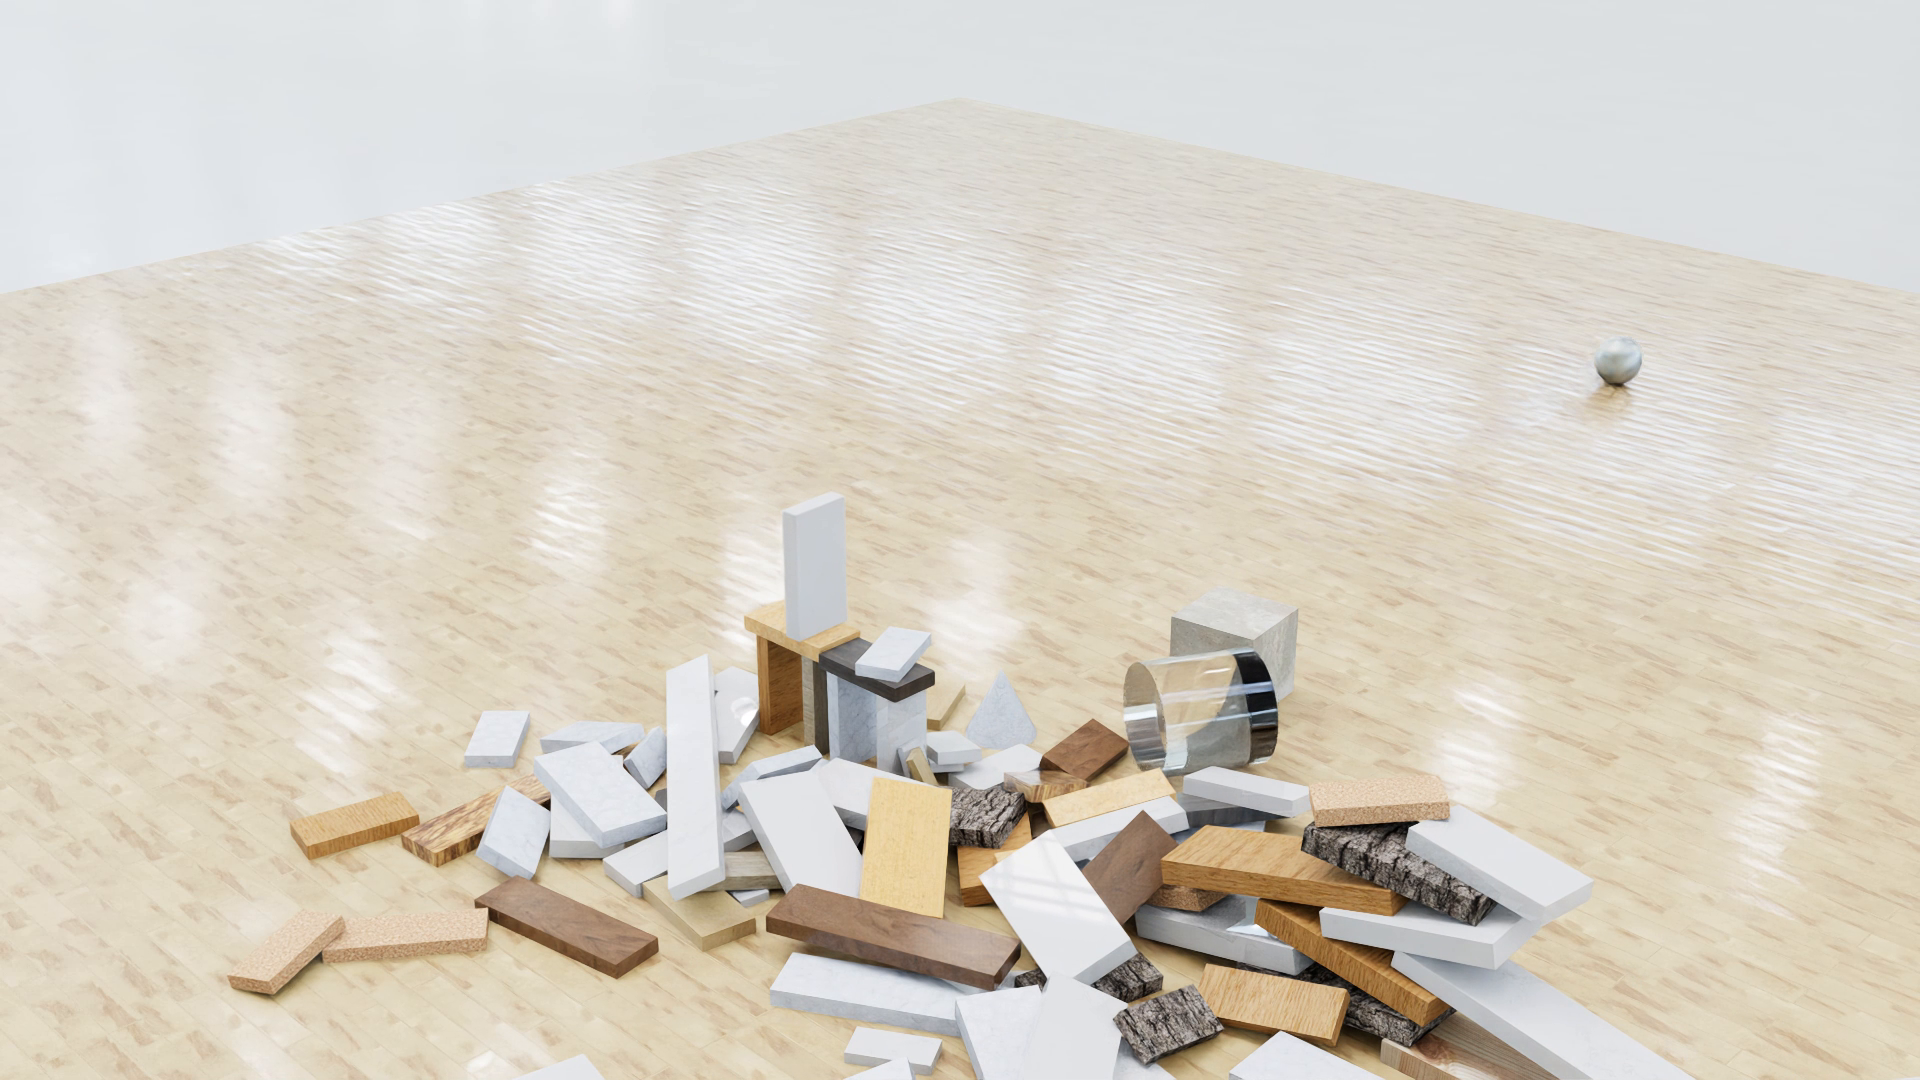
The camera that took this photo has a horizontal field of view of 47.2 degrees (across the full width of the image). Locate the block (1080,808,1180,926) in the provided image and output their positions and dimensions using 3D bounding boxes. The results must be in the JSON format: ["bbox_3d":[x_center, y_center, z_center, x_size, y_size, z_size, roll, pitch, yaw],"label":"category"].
[{"bbox_3d":[0.291,0.616,3.990,0.240,0.034,0.120,-43,79,-17],"label":"block"}]

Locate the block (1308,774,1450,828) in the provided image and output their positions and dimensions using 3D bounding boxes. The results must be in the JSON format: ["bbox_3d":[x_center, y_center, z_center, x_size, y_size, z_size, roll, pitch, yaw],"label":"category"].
[{"bbox_3d":[0.714,0.445,3.753,0.224,0.032,0.112,-4,17,4],"label":"block"}]

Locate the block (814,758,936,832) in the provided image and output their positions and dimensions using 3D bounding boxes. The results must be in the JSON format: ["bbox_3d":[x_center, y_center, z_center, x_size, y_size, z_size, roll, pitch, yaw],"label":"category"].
[{"bbox_3d":[-0.192,0.511,4.368,0.282,0.040,0.141,11,32,41],"label":"block"}]

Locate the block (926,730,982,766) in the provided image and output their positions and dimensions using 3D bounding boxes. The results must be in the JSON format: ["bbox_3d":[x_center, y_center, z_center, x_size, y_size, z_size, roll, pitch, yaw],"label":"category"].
[{"bbox_3d":[-0.028,0.435,4.617,0.094,0.027,0.197,-4,7,-16],"label":"block"}]

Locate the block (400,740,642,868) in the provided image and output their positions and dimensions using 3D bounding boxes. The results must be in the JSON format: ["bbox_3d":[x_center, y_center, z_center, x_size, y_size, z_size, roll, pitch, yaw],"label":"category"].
[{"bbox_3d":[-0.870,0.523,4.488,0.113,0.032,0.567,19,29,37],"label":"block"}]

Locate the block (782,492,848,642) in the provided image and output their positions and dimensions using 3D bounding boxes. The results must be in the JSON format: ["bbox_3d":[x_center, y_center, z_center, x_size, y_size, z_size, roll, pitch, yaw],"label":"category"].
[{"bbox_3d":[-0.301,0.055,4.577,0.040,0.284,0.142,19,30,38],"label":"block"}]

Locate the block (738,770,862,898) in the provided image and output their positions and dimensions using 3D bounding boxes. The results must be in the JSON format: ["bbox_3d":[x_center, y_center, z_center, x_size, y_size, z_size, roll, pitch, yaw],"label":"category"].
[{"bbox_3d":[-0.289,0.586,4.204,0.155,0.044,0.366,-8,38,-25],"label":"block"}]

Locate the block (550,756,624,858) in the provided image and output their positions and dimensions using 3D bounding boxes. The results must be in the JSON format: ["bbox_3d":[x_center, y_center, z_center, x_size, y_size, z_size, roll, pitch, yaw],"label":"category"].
[{"bbox_3d":[-0.747,0.530,4.402,0.142,0.040,0.301,3,28,-11],"label":"block"}]

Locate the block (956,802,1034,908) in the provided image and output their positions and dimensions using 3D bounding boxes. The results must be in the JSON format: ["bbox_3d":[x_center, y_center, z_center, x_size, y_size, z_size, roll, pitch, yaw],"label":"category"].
[{"bbox_3d":[0.070,0.601,4.257,0.146,0.041,0.292,-11,23,2],"label":"block"}]

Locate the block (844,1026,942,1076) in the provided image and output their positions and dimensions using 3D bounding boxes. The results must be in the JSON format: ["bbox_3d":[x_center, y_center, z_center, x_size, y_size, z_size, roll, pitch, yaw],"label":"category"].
[{"bbox_3d":[-0.112,0.861,3.704,0.150,0.021,0.075,6,24,13],"label":"block"}]

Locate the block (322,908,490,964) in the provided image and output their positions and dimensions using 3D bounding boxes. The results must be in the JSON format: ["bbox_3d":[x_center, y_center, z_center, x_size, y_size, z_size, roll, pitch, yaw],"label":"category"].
[{"bbox_3d":[-1.011,0.723,4.021,0.288,0.028,0.100,-3,23,-8],"label":"block"}]

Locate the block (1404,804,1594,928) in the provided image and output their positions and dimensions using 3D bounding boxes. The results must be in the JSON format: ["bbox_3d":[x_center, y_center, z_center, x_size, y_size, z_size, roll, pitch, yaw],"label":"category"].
[{"bbox_3d":[0.889,0.535,3.632,0.137,0.039,0.274,-16,33,-39],"label":"block"}]

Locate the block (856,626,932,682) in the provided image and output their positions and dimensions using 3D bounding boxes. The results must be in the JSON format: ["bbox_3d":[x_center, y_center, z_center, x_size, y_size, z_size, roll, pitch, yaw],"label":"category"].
[{"bbox_3d":[-0.135,0.233,4.513,0.094,0.027,0.187,8,24,18],"label":"block"}]

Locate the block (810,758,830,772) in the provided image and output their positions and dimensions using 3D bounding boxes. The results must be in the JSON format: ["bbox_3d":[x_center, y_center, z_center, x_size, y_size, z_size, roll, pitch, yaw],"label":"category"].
[{"bbox_3d":[-0.315,0.489,4.587,0.059,0.017,0.117,15,27,32],"label":"block"}]

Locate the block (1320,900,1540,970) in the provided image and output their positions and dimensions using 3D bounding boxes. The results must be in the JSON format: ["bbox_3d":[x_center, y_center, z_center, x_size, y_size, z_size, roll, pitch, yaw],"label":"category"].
[{"bbox_3d":[0.783,0.635,3.675,0.322,0.046,0.161,4,19,41],"label":"block"}]

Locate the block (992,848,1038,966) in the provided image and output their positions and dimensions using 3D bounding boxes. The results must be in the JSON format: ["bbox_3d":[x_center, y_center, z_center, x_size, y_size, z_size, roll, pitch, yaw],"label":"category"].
[{"bbox_3d":[0.155,0.667,4.043,0.118,0.034,0.237,-8,45,-18],"label":"block"}]

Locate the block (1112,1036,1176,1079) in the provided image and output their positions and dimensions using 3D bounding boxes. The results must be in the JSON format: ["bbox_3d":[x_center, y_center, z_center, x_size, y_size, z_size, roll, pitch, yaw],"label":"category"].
[{"bbox_3d":[0.282,0.888,3.635,0.094,0.027,0.187,-15,27,-31],"label":"block"}]

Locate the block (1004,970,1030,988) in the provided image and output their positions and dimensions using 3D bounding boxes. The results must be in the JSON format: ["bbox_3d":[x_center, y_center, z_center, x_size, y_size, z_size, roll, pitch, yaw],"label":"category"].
[{"bbox_3d":[0.102,0.784,3.893,0.105,0.015,0.053,-1,23,-2],"label":"block"}]

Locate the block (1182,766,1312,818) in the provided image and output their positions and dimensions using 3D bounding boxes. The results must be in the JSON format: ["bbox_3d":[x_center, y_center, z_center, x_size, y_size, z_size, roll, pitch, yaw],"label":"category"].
[{"bbox_3d":[0.579,0.500,4.379,0.240,0.034,0.120,9,11,33],"label":"block"}]

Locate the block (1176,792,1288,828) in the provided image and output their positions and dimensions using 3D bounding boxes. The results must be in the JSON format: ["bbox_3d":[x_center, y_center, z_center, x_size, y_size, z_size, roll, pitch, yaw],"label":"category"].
[{"bbox_3d":[0.511,0.531,4.373,0.297,0.034,0.120,-1,10,-29],"label":"block"}]

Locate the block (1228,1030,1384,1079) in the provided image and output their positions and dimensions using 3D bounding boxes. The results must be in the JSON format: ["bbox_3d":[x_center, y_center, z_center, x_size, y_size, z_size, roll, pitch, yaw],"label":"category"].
[{"bbox_3d":[0.604,0.907,3.568,0.303,0.043,0.152,19,30,38],"label":"block"}]

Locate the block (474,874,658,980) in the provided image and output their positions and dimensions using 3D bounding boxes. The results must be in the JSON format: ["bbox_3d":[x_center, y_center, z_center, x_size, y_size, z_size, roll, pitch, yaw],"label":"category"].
[{"bbox_3d":[-0.727,0.710,4.049,0.365,0.031,0.109,16,28,33],"label":"block"}]

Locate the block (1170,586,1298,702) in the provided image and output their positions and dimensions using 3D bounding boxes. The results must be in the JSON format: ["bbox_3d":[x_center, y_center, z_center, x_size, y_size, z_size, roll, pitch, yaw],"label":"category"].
[{"bbox_3d":[0.608,0.254,4.900,0.206,0.206,0.206,16,28,33],"label":"block"}]

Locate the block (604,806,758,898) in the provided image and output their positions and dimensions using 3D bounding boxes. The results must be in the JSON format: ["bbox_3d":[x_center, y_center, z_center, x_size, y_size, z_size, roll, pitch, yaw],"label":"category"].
[{"bbox_3d":[-0.538,0.601,4.275,0.292,0.032,0.113,-22,34,-35],"label":"block"}]

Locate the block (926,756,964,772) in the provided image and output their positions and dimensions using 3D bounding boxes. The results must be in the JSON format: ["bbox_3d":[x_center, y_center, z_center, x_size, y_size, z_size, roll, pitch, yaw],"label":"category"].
[{"bbox_3d":[-0.034,0.460,4.602,0.069,0.020,0.139,-2,7,-5],"label":"block"}]

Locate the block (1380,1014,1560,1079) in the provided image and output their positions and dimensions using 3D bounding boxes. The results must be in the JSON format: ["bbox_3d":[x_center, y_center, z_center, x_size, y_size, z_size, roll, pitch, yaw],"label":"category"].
[{"bbox_3d":[1.111,0.970,3.420,0.985,0.043,0.152,21,31,40],"label":"block"}]

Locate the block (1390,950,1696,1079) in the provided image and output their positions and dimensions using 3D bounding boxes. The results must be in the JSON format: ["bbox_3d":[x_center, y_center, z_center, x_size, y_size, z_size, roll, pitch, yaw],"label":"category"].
[{"bbox_3d":[0.995,0.815,3.524,0.642,0.039,0.137,32,37,33],"label":"block"}]

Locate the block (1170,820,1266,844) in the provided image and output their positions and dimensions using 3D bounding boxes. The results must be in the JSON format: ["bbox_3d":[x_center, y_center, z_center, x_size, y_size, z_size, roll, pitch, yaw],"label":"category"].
[{"bbox_3d":[0.451,0.581,4.348,0.291,0.034,0.120,6,24,13],"label":"block"}]

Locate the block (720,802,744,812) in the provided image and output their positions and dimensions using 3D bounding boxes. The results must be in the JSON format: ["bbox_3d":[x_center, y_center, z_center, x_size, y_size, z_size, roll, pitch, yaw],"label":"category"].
[{"bbox_3d":[-0.470,0.558,4.419,0.148,0.021,0.074,6,24,14],"label":"block"}]

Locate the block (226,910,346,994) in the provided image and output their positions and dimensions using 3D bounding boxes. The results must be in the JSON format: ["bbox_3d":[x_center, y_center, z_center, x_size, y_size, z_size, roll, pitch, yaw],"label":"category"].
[{"bbox_3d":[-1.206,0.737,3.944,0.100,0.028,0.200,2,27,27],"label":"block"}]

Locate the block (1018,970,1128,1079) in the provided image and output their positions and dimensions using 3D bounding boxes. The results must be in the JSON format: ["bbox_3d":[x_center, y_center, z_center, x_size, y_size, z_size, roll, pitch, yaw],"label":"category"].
[{"bbox_3d":[0.176,0.848,3.560,0.141,0.040,0.416,24,23,2],"label":"block"}]

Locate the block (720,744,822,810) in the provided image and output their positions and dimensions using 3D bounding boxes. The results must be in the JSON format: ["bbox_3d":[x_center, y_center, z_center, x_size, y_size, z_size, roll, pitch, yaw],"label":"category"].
[{"bbox_3d":[-0.381,0.476,4.425,0.032,0.113,0.226,52,25,16],"label":"block"}]

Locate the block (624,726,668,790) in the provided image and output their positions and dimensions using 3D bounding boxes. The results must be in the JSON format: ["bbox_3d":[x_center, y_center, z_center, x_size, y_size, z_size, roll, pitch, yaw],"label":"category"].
[{"bbox_3d":[-0.646,0.455,4.592,0.021,0.074,0.149,-24,13,25],"label":"block"}]

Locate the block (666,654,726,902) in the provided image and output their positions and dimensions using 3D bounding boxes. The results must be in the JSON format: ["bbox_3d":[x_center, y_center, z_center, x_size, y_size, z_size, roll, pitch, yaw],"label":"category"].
[{"bbox_3d":[-0.546,0.458,4.497,0.101,0.029,1.054,-24,20,1],"label":"block"}]

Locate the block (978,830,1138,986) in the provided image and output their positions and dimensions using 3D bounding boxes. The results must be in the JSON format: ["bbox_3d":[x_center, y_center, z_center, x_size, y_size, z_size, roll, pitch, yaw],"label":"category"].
[{"bbox_3d":[0.171,0.662,3.897,0.155,0.044,0.310,-33,41,-6],"label":"block"}]

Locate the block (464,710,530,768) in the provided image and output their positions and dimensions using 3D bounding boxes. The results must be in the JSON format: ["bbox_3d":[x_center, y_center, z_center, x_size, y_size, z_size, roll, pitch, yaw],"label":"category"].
[{"bbox_3d":[-0.991,0.426,4.719,0.101,0.029,0.203,0,23,0],"label":"block"}]

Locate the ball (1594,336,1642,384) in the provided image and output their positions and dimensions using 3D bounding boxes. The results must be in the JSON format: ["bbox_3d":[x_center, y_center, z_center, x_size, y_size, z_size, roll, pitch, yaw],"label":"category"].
[{"bbox_3d":[2.066,-0.564,6.904,0.146,0.146,0.146,0,23,0],"label":"ball"}]

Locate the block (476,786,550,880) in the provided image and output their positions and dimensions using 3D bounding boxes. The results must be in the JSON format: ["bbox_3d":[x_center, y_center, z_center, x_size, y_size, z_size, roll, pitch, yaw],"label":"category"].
[{"bbox_3d":[-0.866,0.574,4.289,0.113,0.032,0.226,34,19,-13],"label":"block"}]

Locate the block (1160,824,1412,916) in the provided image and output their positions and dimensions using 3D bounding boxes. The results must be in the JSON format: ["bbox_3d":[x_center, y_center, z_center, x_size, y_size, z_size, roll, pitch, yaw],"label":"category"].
[{"bbox_3d":[0.586,0.575,3.847,0.449,0.046,0.161,2,18,38],"label":"block"}]

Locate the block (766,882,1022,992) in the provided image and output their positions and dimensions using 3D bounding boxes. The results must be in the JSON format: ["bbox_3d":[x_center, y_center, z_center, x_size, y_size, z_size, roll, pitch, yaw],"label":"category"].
[{"bbox_3d":[-0.120,0.704,3.912,0.446,0.034,0.120,10,25,22],"label":"block"}]

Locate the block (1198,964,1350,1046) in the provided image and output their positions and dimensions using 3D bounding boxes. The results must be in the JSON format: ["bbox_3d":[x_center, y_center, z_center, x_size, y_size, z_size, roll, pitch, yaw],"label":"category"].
[{"bbox_3d":[0.528,0.792,3.754,0.260,0.027,0.094,4,54,32],"label":"block"}]

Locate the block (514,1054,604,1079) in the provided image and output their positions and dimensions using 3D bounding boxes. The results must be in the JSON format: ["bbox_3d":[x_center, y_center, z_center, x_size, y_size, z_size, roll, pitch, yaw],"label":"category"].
[{"bbox_3d":[-0.688,0.911,3.574,0.218,0.031,0.109,-14,27,-30],"label":"block"}]

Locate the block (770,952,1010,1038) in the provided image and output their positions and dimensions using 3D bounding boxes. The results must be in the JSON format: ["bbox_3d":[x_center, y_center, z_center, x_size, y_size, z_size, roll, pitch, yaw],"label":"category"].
[{"bbox_3d":[-0.114,0.798,3.837,0.419,0.034,0.118,6,24,14],"label":"block"}]
